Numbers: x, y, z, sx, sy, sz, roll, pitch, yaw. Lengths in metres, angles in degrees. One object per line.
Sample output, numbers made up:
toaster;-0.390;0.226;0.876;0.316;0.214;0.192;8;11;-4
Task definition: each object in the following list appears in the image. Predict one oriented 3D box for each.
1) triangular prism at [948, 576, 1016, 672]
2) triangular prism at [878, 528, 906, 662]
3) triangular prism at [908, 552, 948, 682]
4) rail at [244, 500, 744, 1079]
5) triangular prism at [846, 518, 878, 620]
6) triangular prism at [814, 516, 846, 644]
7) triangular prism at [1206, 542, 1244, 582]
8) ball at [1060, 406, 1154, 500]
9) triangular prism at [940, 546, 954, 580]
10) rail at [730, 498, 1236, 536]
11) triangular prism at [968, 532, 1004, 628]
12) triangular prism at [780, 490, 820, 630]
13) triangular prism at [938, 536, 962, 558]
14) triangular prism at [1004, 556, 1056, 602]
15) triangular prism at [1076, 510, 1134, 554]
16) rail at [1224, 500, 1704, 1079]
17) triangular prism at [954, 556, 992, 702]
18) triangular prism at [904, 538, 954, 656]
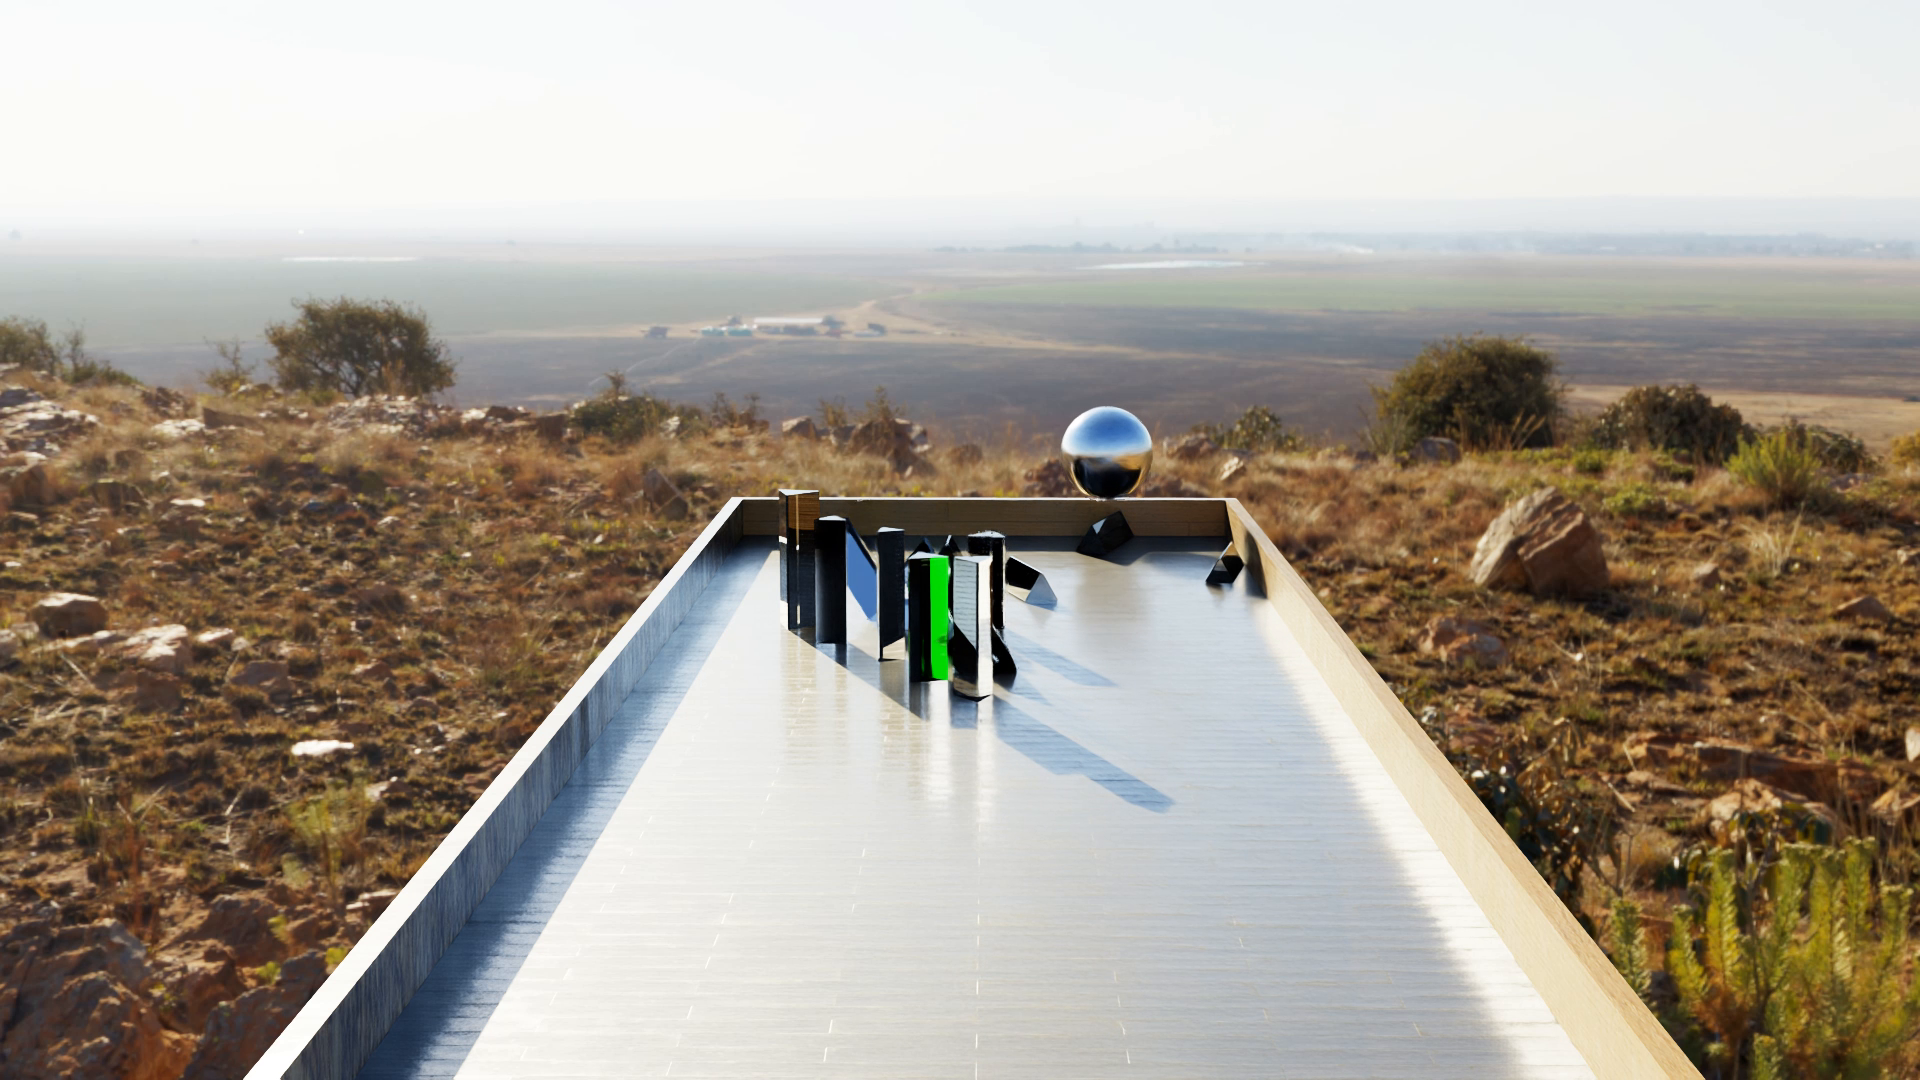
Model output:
triangular prism;0.059;0.243;6.642;0.095;0.082;0.394;-4;38;-26
triangular prism;-0.221;0.164;6.694;0.087;0.400;0.075;-4;10;-22
triangular prism;-0.105;0.224;6.431;0.118;0.366;0.102;-2;9;-15
rail;-1.004;0.839;3.234;0.050;0.150;12.000;0;9;1
triangular prism;-0.316;0.094;7.413;0.132;0.114;0.383;-6;45;-33
triangular prism;-0.403;0.125;6.956;0.099;0.396;0.086;1;9;5
triangular prism;0.991;0.081;8.202;0.102;0.088;0.396;2;9;13
ball;0.608;-0.359;9.095;0.383;0.383;0.383;0;9;0
triangular prism;-0.081;0.166;7.104;0.115;0.100;0.343;3;40;15
rail;0.099;-0.098;9.147;2.100;0.150;0.050;0;9;1
triangular prism;0.098;0.130;7.220;0.121;0.304;0.105;2;9;13
triangular prism;-0.551;0.060;7.216;0.138;0.444;0.120;-9;13;-44
triangular prism;-0.049;0.069;8.213;0.124;0.108;0.440;0;9;3
triangular prism;0.234;0.135;7.814;0.117;0.101;0.358;-2;9;-16
triangular prism;0.589;-0.038;8.885;0.125;0.108;0.456;3;10;18
rail;1.046;0.843;3.208;0.050;0.150;12.000;0;9;1
triangular prism;0.054;0.246;6.191;0.097;0.396;0.112;-7;11;-36
triangular prism;-0.055;0.173;6.892;0.143;0.124;0.442;-3;37;-18
